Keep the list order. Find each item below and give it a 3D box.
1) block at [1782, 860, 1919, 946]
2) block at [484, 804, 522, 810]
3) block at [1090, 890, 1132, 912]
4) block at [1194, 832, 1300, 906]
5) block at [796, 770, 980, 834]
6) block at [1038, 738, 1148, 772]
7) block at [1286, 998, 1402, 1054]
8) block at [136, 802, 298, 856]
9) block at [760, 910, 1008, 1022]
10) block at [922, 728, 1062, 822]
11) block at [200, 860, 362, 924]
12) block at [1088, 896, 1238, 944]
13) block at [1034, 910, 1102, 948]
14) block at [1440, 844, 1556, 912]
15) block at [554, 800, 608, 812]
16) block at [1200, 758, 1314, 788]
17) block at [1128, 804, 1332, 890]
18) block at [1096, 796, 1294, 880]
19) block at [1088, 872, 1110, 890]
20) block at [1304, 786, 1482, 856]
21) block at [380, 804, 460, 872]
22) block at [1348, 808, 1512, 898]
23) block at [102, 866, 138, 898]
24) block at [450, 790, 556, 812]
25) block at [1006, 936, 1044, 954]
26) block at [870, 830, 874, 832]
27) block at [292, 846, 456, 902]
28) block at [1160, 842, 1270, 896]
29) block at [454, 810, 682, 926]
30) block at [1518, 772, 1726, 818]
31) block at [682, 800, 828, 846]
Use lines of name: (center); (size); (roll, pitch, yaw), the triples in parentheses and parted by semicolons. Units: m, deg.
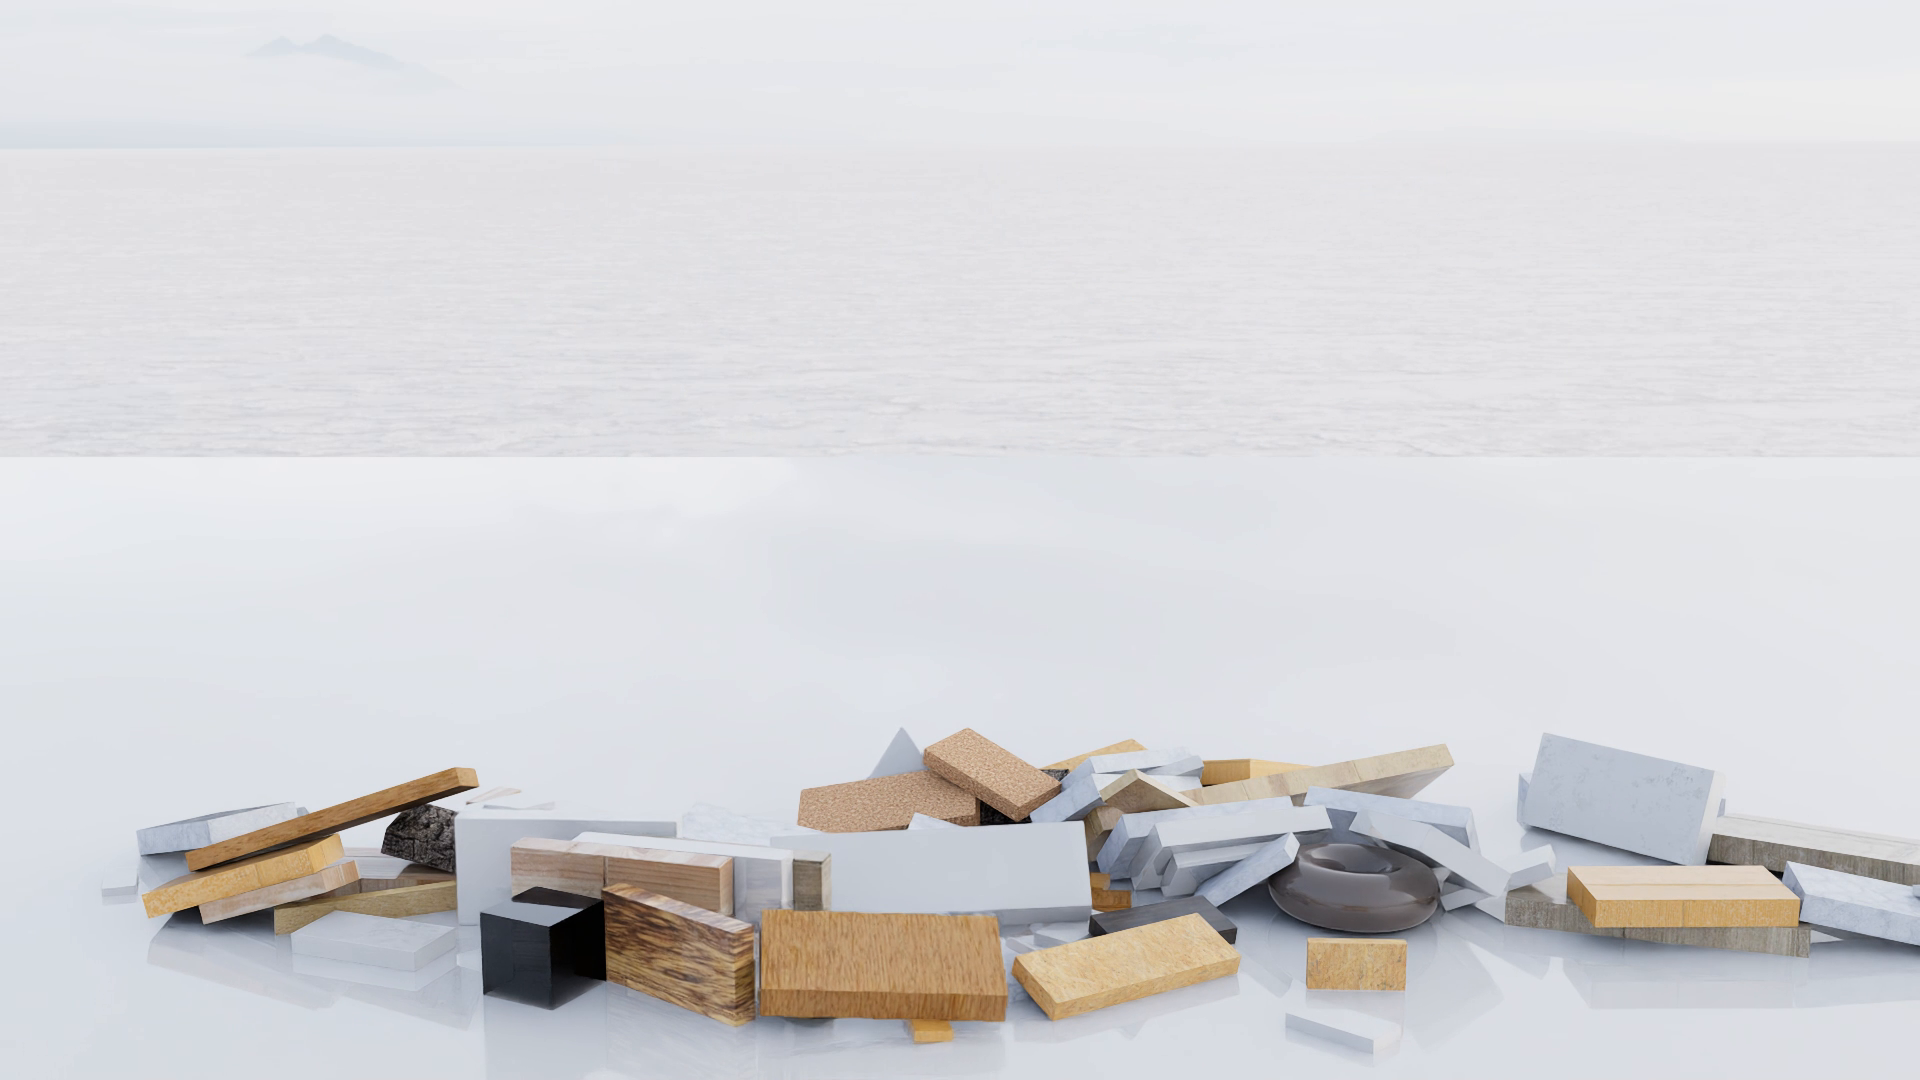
block: (1.468, 0.583, 3.450); (0.314, 0.044, 0.157); (11, 12, 8)
block: (-0.737, 0.500, 3.815); (0.088, 0.025, 0.175); (0, -23, 37)
block: (0.208, 0.593, 3.596); (0.142, 0.020, 0.071); (1, 11, 4)
block: (0.463, 0.543, 3.574); (0.184, 0.026, 0.092); (-34, 0, 18)
block: (-0.125, 0.479, 3.871); (0.318, 0.045, 0.159); (-9, 27, 5)
block: (0.229, 0.452, 4.016); (0.303, 0.043, 0.152); (-15, 25, -25)
block: (0.540, 0.685, 3.102); (0.144, 0.020, 0.072); (9, 14, 41)
block: (-1.286, 0.499, 3.803); (0.155, 0.044, 0.310); (-10, -2, -43)
block: (-0.113, 0.610, 3.159); (0.346, 0.049, 0.173); (3, 29, -7)
block: (0.056, 0.410, 3.863); (0.226, 0.032, 0.113); (28, 34, 35)
block: (-1.085, 0.562, 3.512); (0.223, 0.032, 0.112); (-16, -1, 14)
block: (0.317, 0.608, 3.434); (0.207, 0.029, 0.103); (-5, 24, -26)
block: (0.187, 0.617, 3.469); (0.071, 0.020, 0.142); (8, 13, 38)
block: (0.880, 0.552, 3.596); (0.184, 0.026, 0.092); (-23, 3, 20)
block: (-0.524, 0.526, 3.670); (0.355, 0.050, 0.178); (13, 12, 5)
block: (0.547, 0.437, 4.060); (0.153, 0.043, 0.307); (-7, -12, 37)
block: (0.452, 0.515, 3.687); (0.309, 0.154, 0.044); (-4, 56, -19)
block: (0.401, 0.506, 3.733); (0.309, 0.154, 0.044); (-4, 56, -19)
block: (0.176, 0.576, 3.691); (0.142, 0.020, 0.071); (3, 11, 14)
block: (0.745, 0.499, 3.787); (0.283, 0.141, 0.040); (5, 51, 27)
block: (-0.797, 0.521, 3.700); (0.310, 0.044, 0.155); (15, 11, -1)
block: (0.762, 0.508, 3.588); (0.154, 0.044, 0.309); (31, -7, -8)
block: (-1.415, 0.575, 3.707); (0.053, 0.015, 0.105); (-3, 11, -18)
block: (-0.849, 0.503, 4.070); (0.175, 0.025, 0.088); (-9, 14, -41)
block: (0.122, 0.623, 3.300); (0.054, 0.015, 0.108); (20, -7, 46)
block: (-0.071, 0.545, 3.650); (0.190, 0.027, 0.095); (22, 13, 0)
block: (-0.971, 0.563, 3.693); (0.311, 0.044, 0.155); (1, 11, 4)
block: (0.431, 0.546, 3.653); (0.184, 0.092, 0.026); (-5, 51, -17)
block: (-0.624, 0.527, 3.521); (0.356, 0.178, 0.050); (1, 10, 3)
block: (1.235, 0.483, 4.116); (0.337, 0.048, 0.168); (0, 11, 0)
block: (-0.291, 0.526, 3.661); (0.356, 0.050, 0.178); (13, 12, 3)
